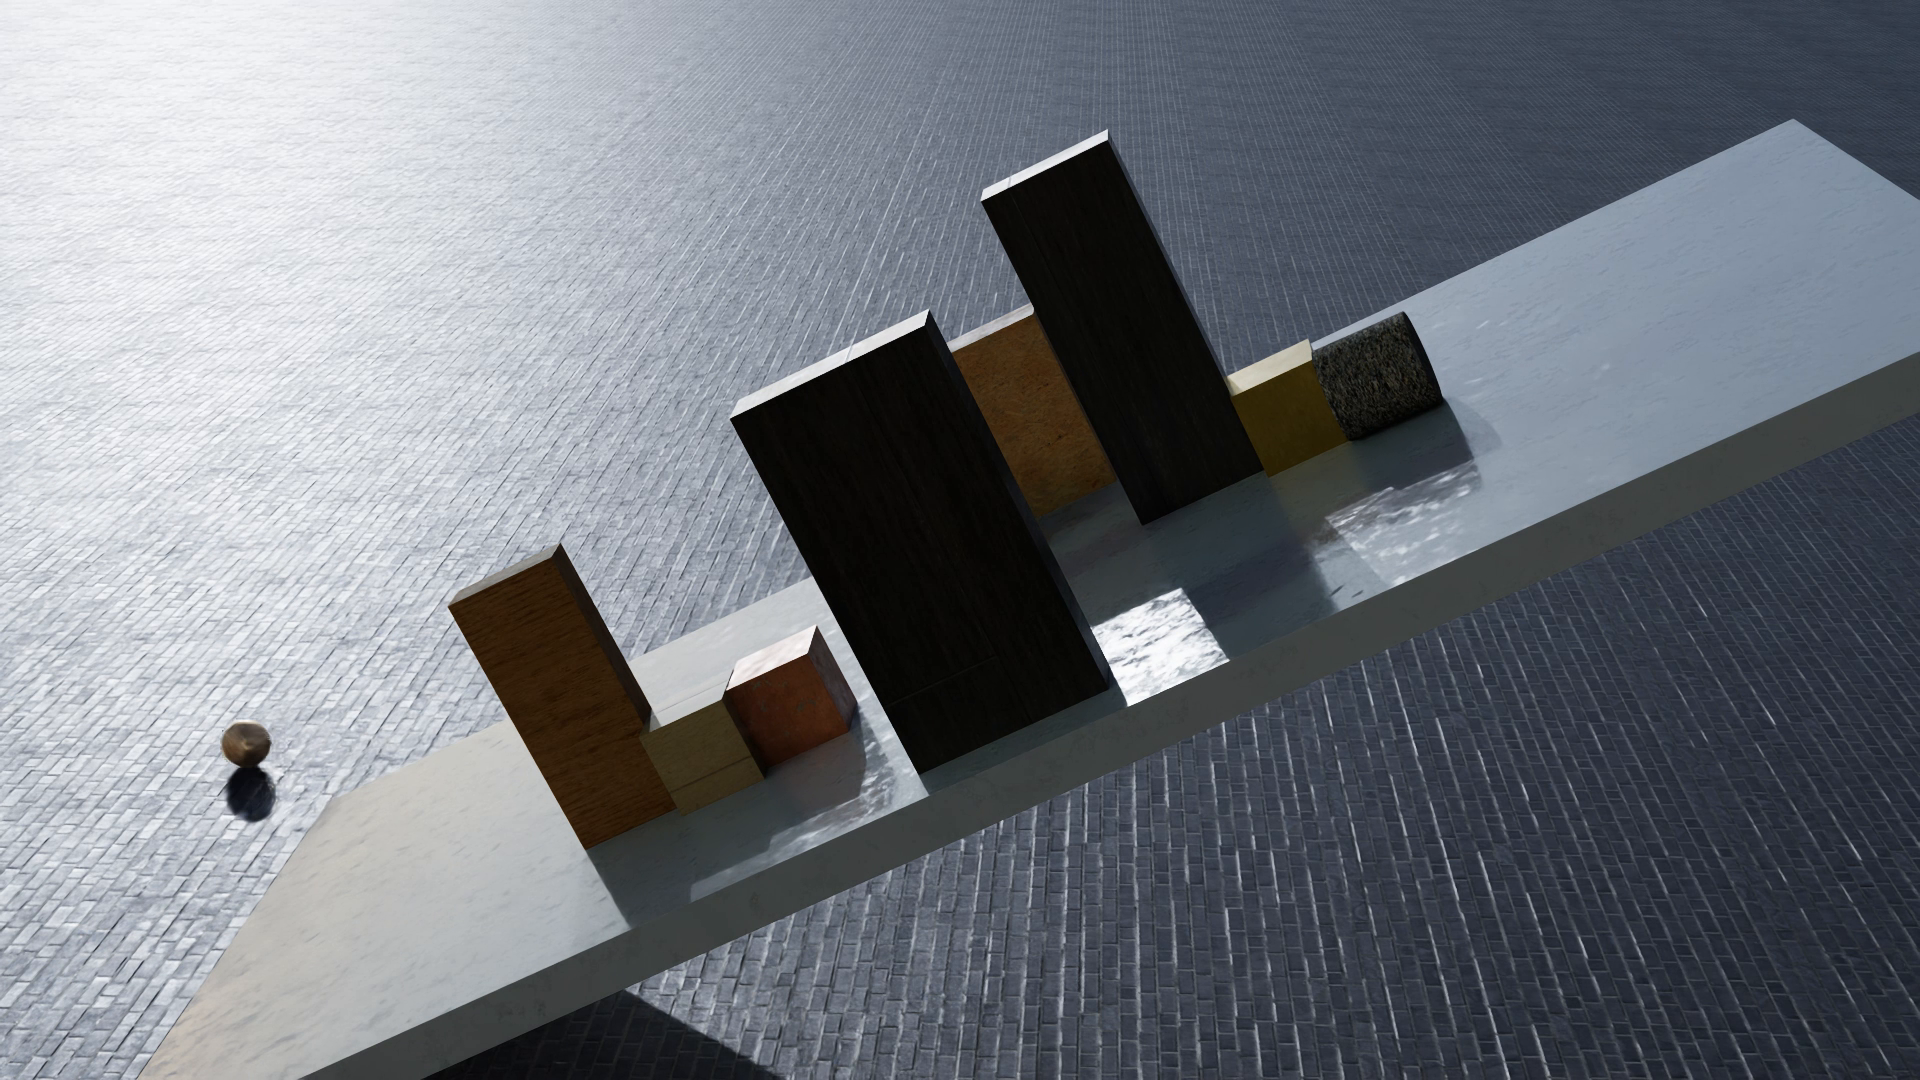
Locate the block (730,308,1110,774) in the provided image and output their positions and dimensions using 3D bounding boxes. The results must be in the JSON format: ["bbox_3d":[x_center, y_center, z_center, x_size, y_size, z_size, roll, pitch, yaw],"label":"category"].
[{"bbox_3d":[-0.067,0.008,5.419,0.394,0.759,0.140,-25,14,10],"label":"block"}]

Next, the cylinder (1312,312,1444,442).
[{"bbox_3d":[0.868,-0.340,6.118,0.206,0.206,0.206,-24,11,15],"label":"cylinder"}]

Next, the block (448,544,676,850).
[{"bbox_3d":[-0.792,0.322,6.019,0.240,0.584,0.105,-25,14,10],"label":"block"}]

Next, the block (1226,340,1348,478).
[{"bbox_3d":[0.698,-0.281,6.252,0.192,0.192,0.192,-25,14,10],"label":"block"}]

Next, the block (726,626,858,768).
[{"bbox_3d":[-0.343,0.319,6.026,0.185,0.185,0.185,-25,14,10],"label":"block"}]

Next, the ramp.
[{"bbox_3d":[0.138,0.168,6.281,4.000,0.100,2.000,-25,14,10],"label":"ramp"}]

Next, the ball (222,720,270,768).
[{"bbox_3d":[-1.952,0.556,8.045,0.131,0.131,0.131,0,16,0],"label":"ball"}]

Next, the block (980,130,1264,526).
[{"bbox_3d":[0.352,-0.450,6.272,0.294,0.782,0.144,-25,14,10],"label":"block"}]

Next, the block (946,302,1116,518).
[{"bbox_3d":[0.084,-0.260,6.823,0.409,0.437,0.144,-25,14,10],"label":"block"}]

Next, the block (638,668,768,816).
[{"bbox_3d":[-0.514,0.412,5.999,0.189,0.189,0.189,-25,14,10],"label":"block"}]
